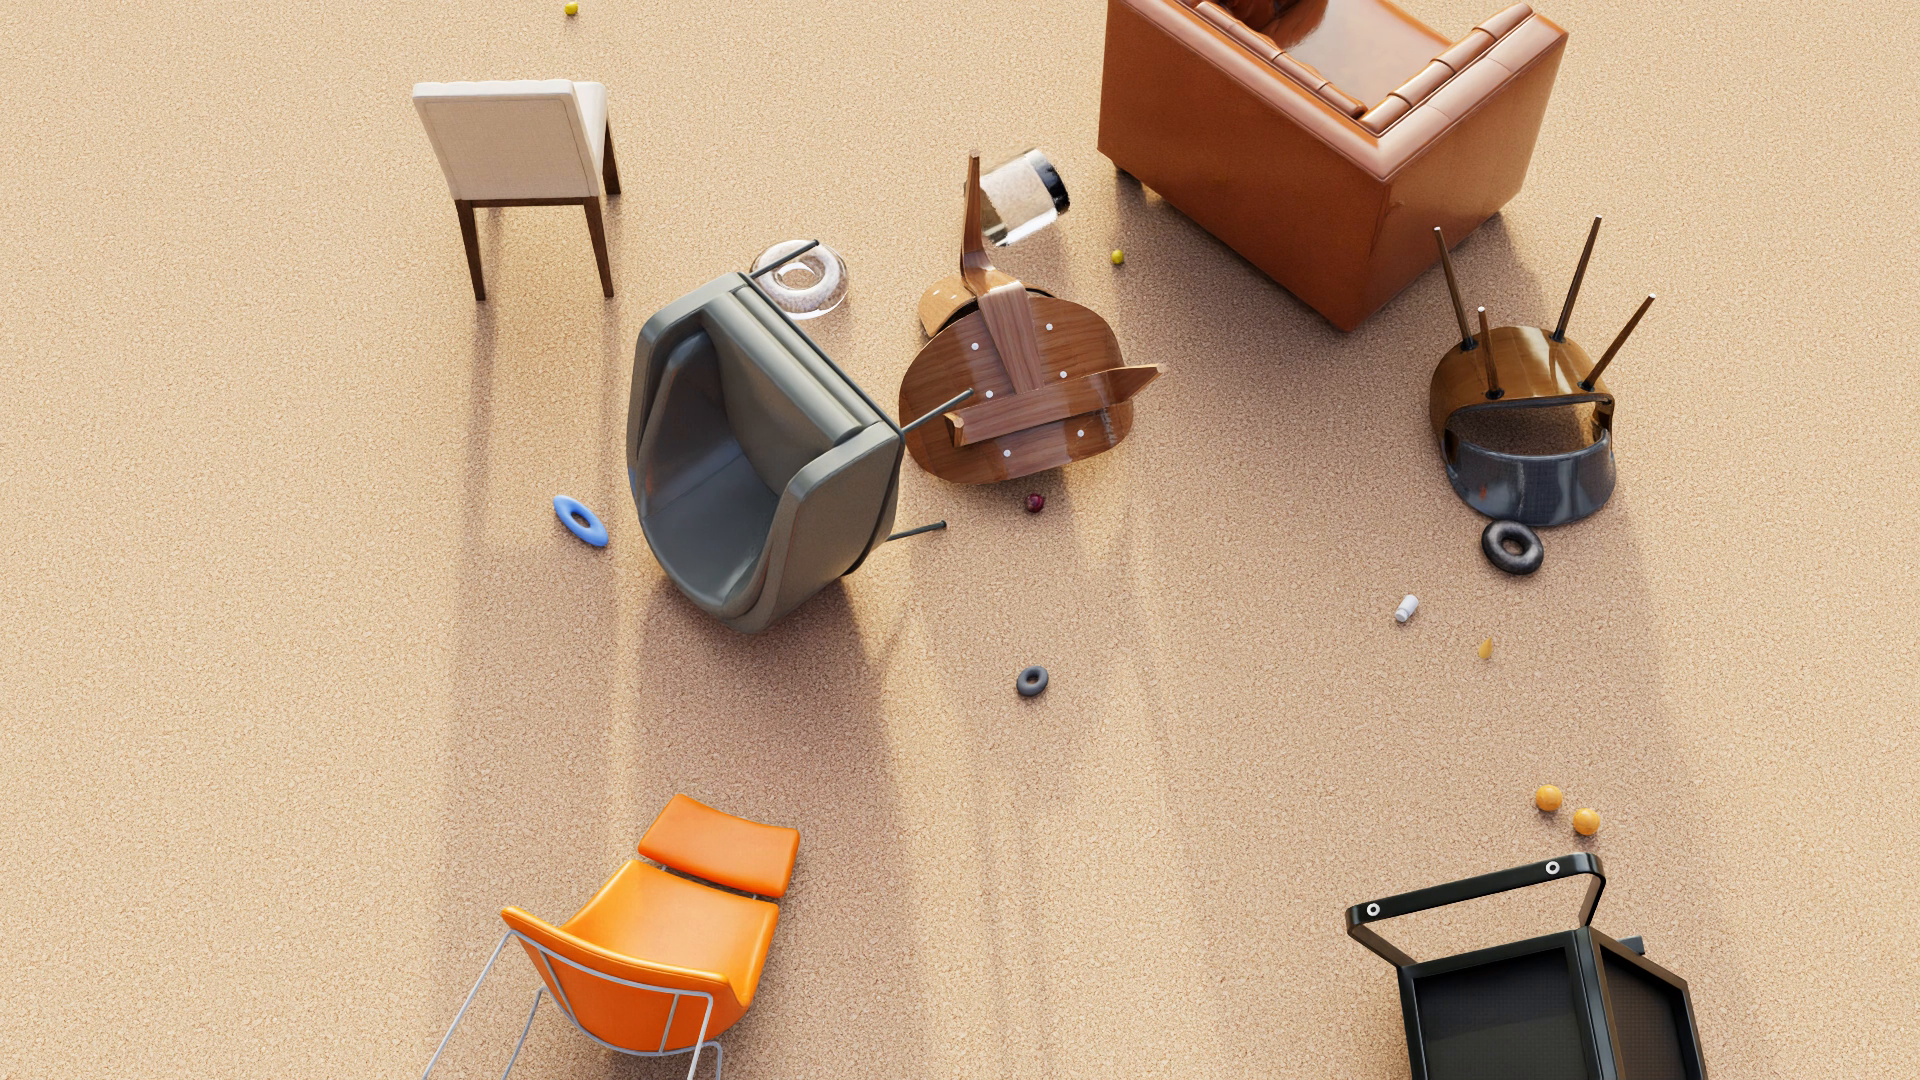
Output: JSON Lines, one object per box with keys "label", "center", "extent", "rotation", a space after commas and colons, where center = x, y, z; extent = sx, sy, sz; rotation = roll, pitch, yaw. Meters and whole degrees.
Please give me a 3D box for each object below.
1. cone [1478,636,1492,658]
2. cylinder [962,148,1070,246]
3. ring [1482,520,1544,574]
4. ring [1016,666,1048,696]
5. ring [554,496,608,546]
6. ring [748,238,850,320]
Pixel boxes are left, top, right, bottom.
{"label": "cone", "center": [1.520, 0.297, 6.327], "extent": [0.037, 0.080, 0.063], "rotation": [22, 59, 14]}
{"label": "cylinder", "center": [0.184, -1.122, 7.202], "extent": [0.247, 0.206, 0.258], "rotation": [-30, 70, -19]}
{"label": "ring", "center": [1.641, 0.021, 6.528], "extent": [0.171, 0.053, 0.200], "rotation": [-31, 62, -20]}
{"label": "ring", "center": [0.207, 0.402, 6.282], "extent": [0.083, 0.037, 0.107], "rotation": [34, 62, 22]}
{"label": "ring", "center": [-1.137, -0.058, 6.590], "extent": [0.086, 0.039, 0.242], "rotation": [-38, 64, -24]}
{"label": "ring", "center": [-0.520, -0.842, 7.089], "extent": [0.328, 0.084, 0.324], "rotation": [16, 57, 9]}
